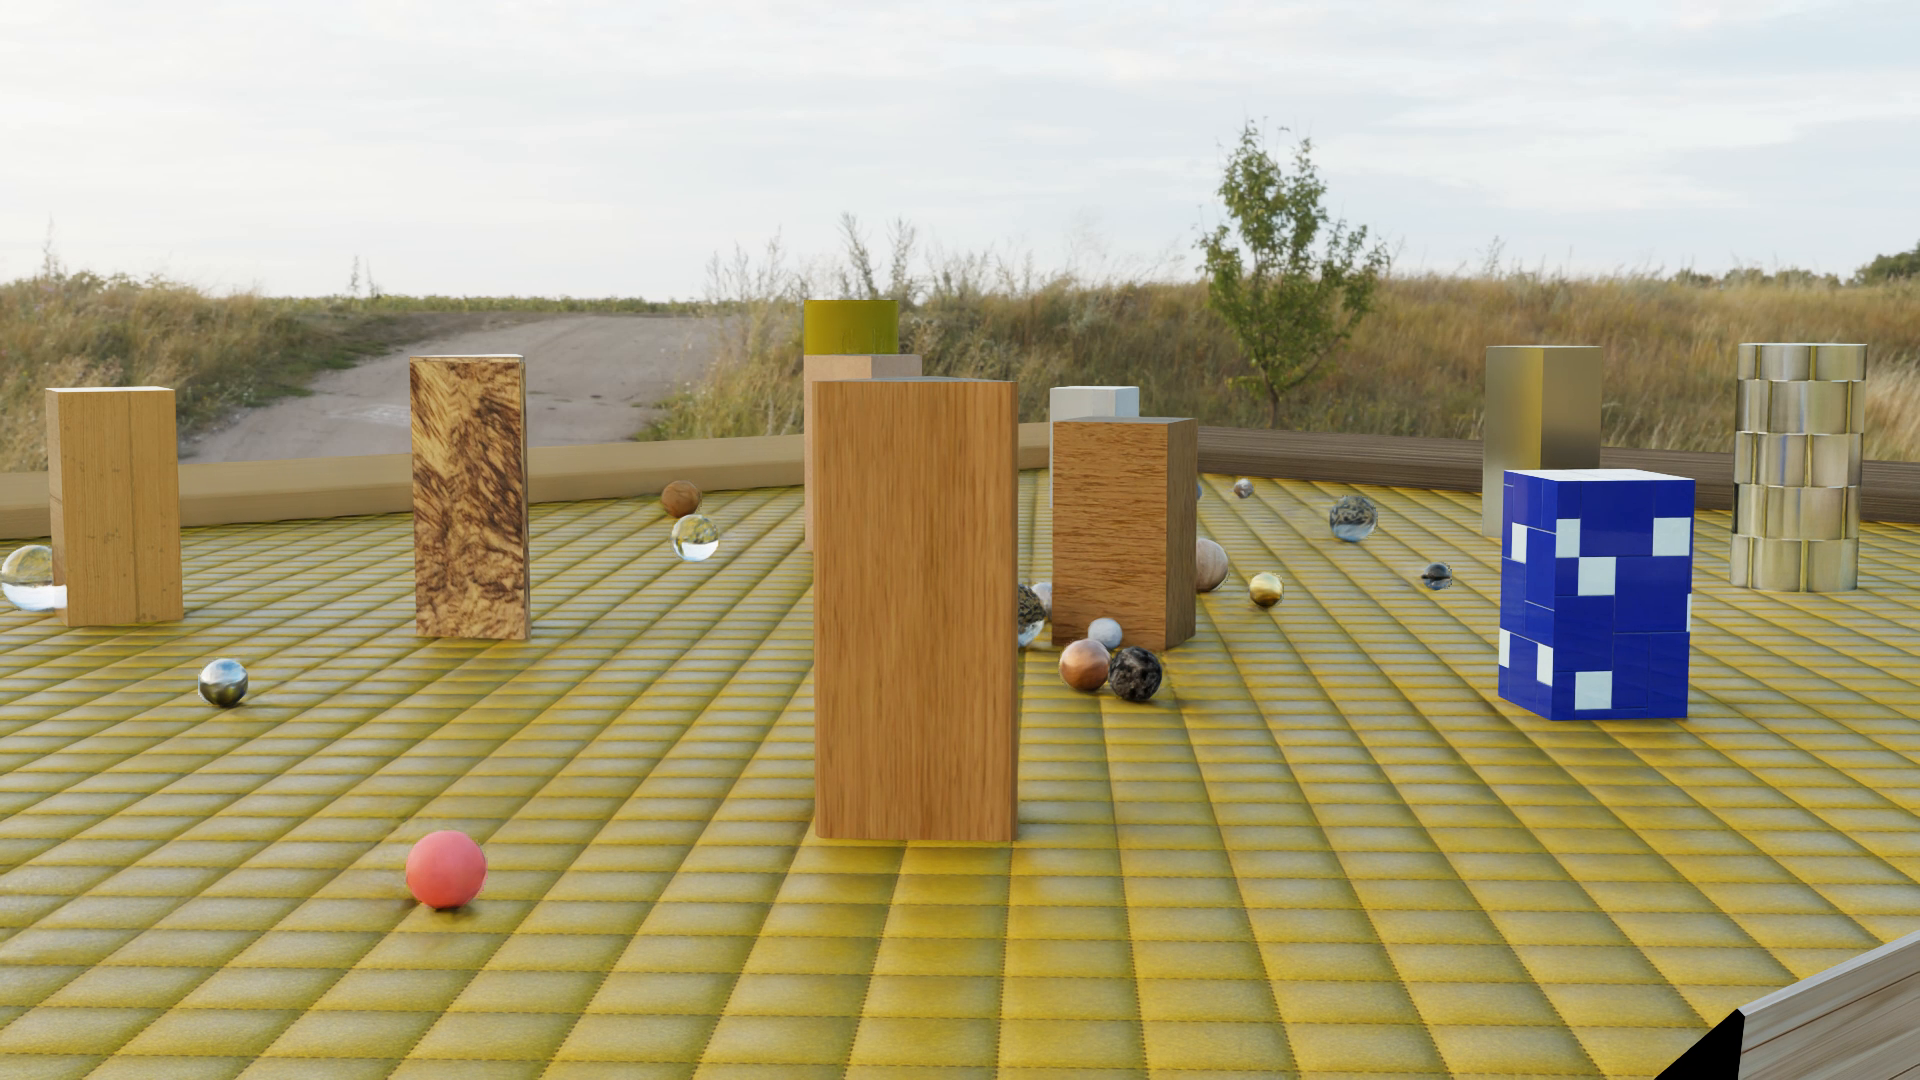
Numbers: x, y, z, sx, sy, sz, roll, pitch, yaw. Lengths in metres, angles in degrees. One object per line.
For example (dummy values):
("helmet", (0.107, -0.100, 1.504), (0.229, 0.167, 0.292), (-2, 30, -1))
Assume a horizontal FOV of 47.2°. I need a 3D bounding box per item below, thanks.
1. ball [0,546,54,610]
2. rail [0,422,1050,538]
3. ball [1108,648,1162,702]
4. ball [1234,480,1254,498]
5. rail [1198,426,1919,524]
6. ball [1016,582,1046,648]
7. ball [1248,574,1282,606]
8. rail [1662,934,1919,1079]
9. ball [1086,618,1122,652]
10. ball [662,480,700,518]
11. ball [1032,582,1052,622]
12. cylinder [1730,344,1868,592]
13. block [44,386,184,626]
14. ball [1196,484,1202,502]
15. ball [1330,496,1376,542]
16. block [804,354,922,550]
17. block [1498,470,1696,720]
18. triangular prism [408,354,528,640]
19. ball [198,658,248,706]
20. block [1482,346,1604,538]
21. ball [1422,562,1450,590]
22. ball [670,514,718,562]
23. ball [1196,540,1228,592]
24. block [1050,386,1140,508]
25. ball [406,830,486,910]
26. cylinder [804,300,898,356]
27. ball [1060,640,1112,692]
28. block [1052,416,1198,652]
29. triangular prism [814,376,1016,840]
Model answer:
("ball", (-1.370, 0.056, 3.259), (0.097, 0.097, 0.097), (0, 6, 0))
("rail", (-1.314, -0.116, 4.748), (4.628, 0.126, 0.045), (-5, 8, -42))
("ball", (0.199, 0.153, 2.504), (0.062, 0.062, 0.062), (0, 6, 0))
("ball", (0.671, -0.121, 5.200), (0.045, 0.045, 0.045), (0, 6, 0))
("rail", (1.683, -0.129, 4.877), (0.045, 0.126, 3.921), (-5, 8, -42))
("ball", (0.068, 0.099, 2.896), (0.087, 0.087, 0.087), (0, 6, 0))
("ball", (0.459, 0.075, 3.301), (0.051, 0.051, 0.051), (0, 6, 0))
("rail", (1.314, 0.181, 1.916), (4.628, 0.126, 0.045), (-5, 8, -42))
("ball", (0.188, 0.123, 2.865), (0.046, 0.046, 0.046), (0, 6, 0))
("ball", (-0.597, -0.087, 4.702), (0.081, 0.081, 0.081), (0, 6, 0))
("ball", (0.121, 0.089, 3.141), (0.057, 0.057, 0.057), (0, 6, 0))
("cylinder", (1.349, -0.120, 3.543), (0.194, 0.389, 0.194), (0, 6, 0))
("block", (-1.225, -0.053, 3.182), (0.156, 0.330, 0.156), (-3, 7, -29))
("ball", (0.536, -0.111, 5.086), (0.048, 0.048, 0.048), (0, 6, 0))
("ball", (0.753, -0.040, 4.218), (0.089, 0.089, 0.089), (0, 6, 0))
("block", (-0.179, -0.162, 4.079), (0.156, 0.361, 0.156), (4, 7, 35))
("block", (0.709, 0.057, 2.461), (0.156, 0.261, 0.156), (-1, 6, -7))
("triangular prism", (-0.648, -0.065, 3.050), (0.168, 0.381, 0.146), (2, 6, 14))
("ball", (-0.829, 0.160, 2.477), (0.053, 0.053, 0.053), (0, 6, 0))
("block", (1.134, -0.190, 4.287), (0.156, 0.373, 0.156), (-3, 7, -29))
("ball", (0.758, 0.058, 3.498), (0.044, 0.044, 0.044), (0, 6, 0))
("ball", (-0.469, -0.003, 3.889), (0.084, 0.084, 0.084), (0, 6, 0))
("ball", (0.384, 0.040, 3.486), (0.083, 0.083, 0.083), (0, 6, 0))
("block", (0.304, -0.209, 4.965), (0.156, 0.269, 0.156), (3, 7, 24))
("ball", (-0.383, 0.245, 1.638), (0.059, 0.059, 0.059), (0, 6, 0))
("cylinder", (-0.222, -0.259, 4.504), (0.194, 0.464, 0.194), (0, 6, 0))
("ball", (0.147, 0.146, 2.571), (0.061, 0.061, 0.061), (0, 6, 0))
("block", (0.223, -0.013, 2.956), (0.156, 0.298, 0.156), (2, 6, 20))
("triangular prism", (-0.032, 0.053, 1.909), (0.168, 0.385, 0.146), (0, 6, 4))
